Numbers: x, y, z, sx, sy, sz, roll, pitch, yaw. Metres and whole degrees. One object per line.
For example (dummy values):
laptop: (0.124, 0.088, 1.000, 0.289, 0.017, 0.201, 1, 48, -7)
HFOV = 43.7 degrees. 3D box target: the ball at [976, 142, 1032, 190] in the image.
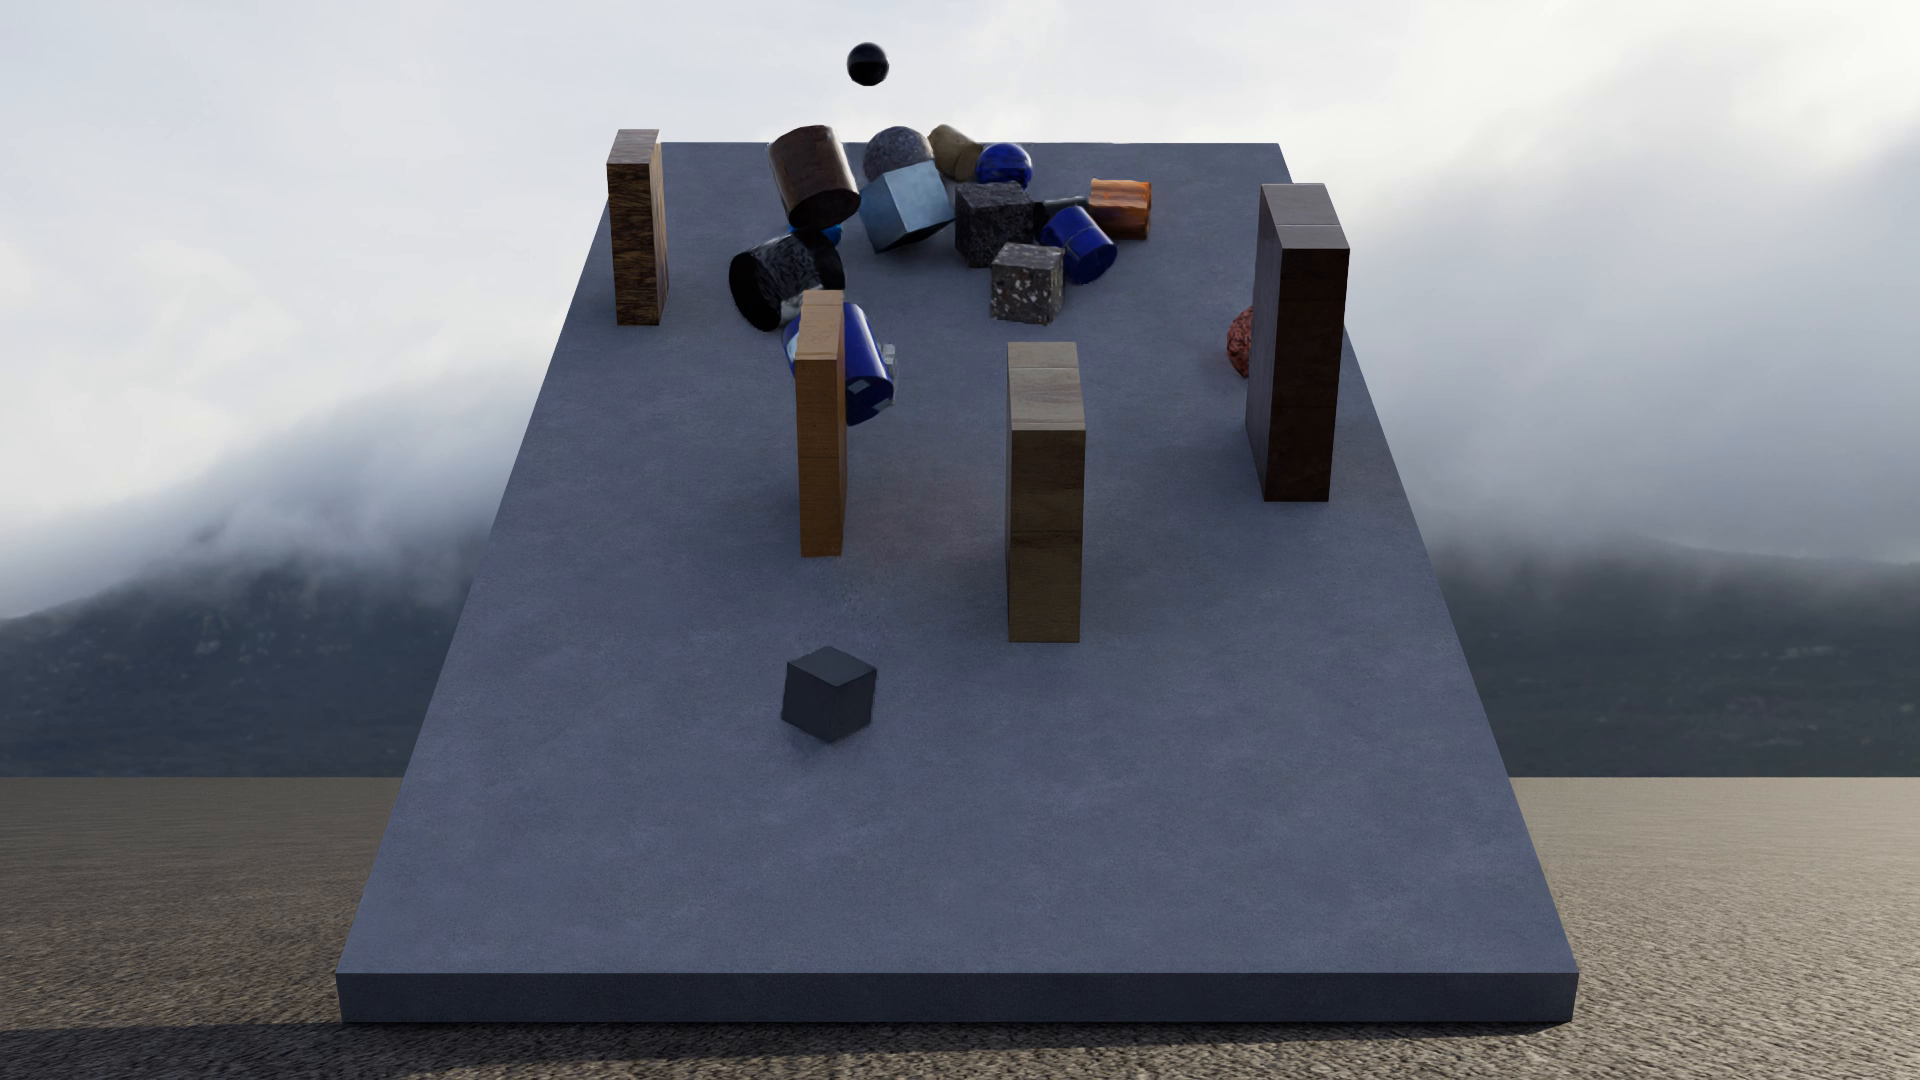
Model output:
ball: (0.127, -1.064, 6.899, 0.166, 0.166, 0.166, 0, -6, 0)

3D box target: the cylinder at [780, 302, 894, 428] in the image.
cylinder: (-0.277, -0.392, 5.398, 0.204, 0.204, 0.204, -17, -26, -9)

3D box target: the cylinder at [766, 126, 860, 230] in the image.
cylinder: (-0.376, -0.930, 6.160, 0.195, 0.195, 0.195, -17, -20, -6)

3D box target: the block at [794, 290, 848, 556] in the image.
block: (-0.293, -0.251, 5.106, 0.085, 0.456, 0.362, 0, 29, 0)

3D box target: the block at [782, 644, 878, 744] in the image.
block: (-0.242, 0.284, 4.427, 0.117, 0.117, 0.117, 24, 28, 31)

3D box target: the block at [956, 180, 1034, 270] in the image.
block: (0.092, -0.858, 6.513, 0.174, 0.174, 0.174, -7, 29, -13)

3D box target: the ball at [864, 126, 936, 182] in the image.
ball: (-0.175, -1.087, 6.896, 0.207, 0.207, 0.207, 0, -6, 0)

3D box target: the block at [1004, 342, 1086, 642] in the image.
block: (0.167, -0.100, 4.820, 0.140, 0.468, 0.411, 0, 29, 0)

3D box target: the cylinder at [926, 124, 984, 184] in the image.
cylinder: (-0.020, -1.136, 7.040, 0.129, 0.129, 0.129, 36, 12, 27)

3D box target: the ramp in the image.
ramp: (-0.012, -0.219, 5.629, 2.000, 0.100, 4.000, 0, 29, 0)

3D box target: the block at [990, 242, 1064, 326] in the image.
block: (0.174, -0.660, 6.173, 0.154, 0.154, 0.154, 7, 29, 13)

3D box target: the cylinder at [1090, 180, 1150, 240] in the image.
cylinder: (0.443, -0.916, 6.638, 0.158, 0.158, 0.158, 4, -5, 7)

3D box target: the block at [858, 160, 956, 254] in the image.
block: (-0.152, -0.907, 6.528, 0.173, 0.173, 0.173, -22, -2, -34)

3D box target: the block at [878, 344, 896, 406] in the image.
block: (-0.211, -0.393, 5.727, 0.110, 0.110, 0.110, 1, 29, 1)

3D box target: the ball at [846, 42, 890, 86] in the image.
ball: (-0.271, -1.401, 7.057, 0.130, 0.130, 0.130, 0, -6, 0)

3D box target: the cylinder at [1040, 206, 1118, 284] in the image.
cylinder: (0.313, -0.781, 6.346, 0.149, 0.149, 0.149, -31, -24, -16)

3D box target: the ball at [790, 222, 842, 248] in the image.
ball: (-0.392, -0.843, 6.515, 0.144, 0.144, 0.144, 0, -6, 0)

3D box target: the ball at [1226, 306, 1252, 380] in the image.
ball: (0.741, -0.474, 5.794, 0.195, 0.195, 0.195, 0, -6, 0)

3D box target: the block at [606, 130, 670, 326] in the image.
block: (-0.822, -0.801, 6.130, 0.106, 0.435, 0.258, 0, 29, 0)

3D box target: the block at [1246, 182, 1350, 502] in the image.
block: (0.742, -0.440, 5.311, 0.141, 0.597, 0.392, 0, 29, 0)

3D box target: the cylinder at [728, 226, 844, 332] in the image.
cylinder: (-0.441, -0.666, 6.104, 0.210, 0.210, 0.210, -28, 12, -34)

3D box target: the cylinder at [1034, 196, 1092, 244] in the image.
cylinder: (0.281, -0.876, 6.595, 0.125, 0.125, 0.125, -10, -2, -20)
